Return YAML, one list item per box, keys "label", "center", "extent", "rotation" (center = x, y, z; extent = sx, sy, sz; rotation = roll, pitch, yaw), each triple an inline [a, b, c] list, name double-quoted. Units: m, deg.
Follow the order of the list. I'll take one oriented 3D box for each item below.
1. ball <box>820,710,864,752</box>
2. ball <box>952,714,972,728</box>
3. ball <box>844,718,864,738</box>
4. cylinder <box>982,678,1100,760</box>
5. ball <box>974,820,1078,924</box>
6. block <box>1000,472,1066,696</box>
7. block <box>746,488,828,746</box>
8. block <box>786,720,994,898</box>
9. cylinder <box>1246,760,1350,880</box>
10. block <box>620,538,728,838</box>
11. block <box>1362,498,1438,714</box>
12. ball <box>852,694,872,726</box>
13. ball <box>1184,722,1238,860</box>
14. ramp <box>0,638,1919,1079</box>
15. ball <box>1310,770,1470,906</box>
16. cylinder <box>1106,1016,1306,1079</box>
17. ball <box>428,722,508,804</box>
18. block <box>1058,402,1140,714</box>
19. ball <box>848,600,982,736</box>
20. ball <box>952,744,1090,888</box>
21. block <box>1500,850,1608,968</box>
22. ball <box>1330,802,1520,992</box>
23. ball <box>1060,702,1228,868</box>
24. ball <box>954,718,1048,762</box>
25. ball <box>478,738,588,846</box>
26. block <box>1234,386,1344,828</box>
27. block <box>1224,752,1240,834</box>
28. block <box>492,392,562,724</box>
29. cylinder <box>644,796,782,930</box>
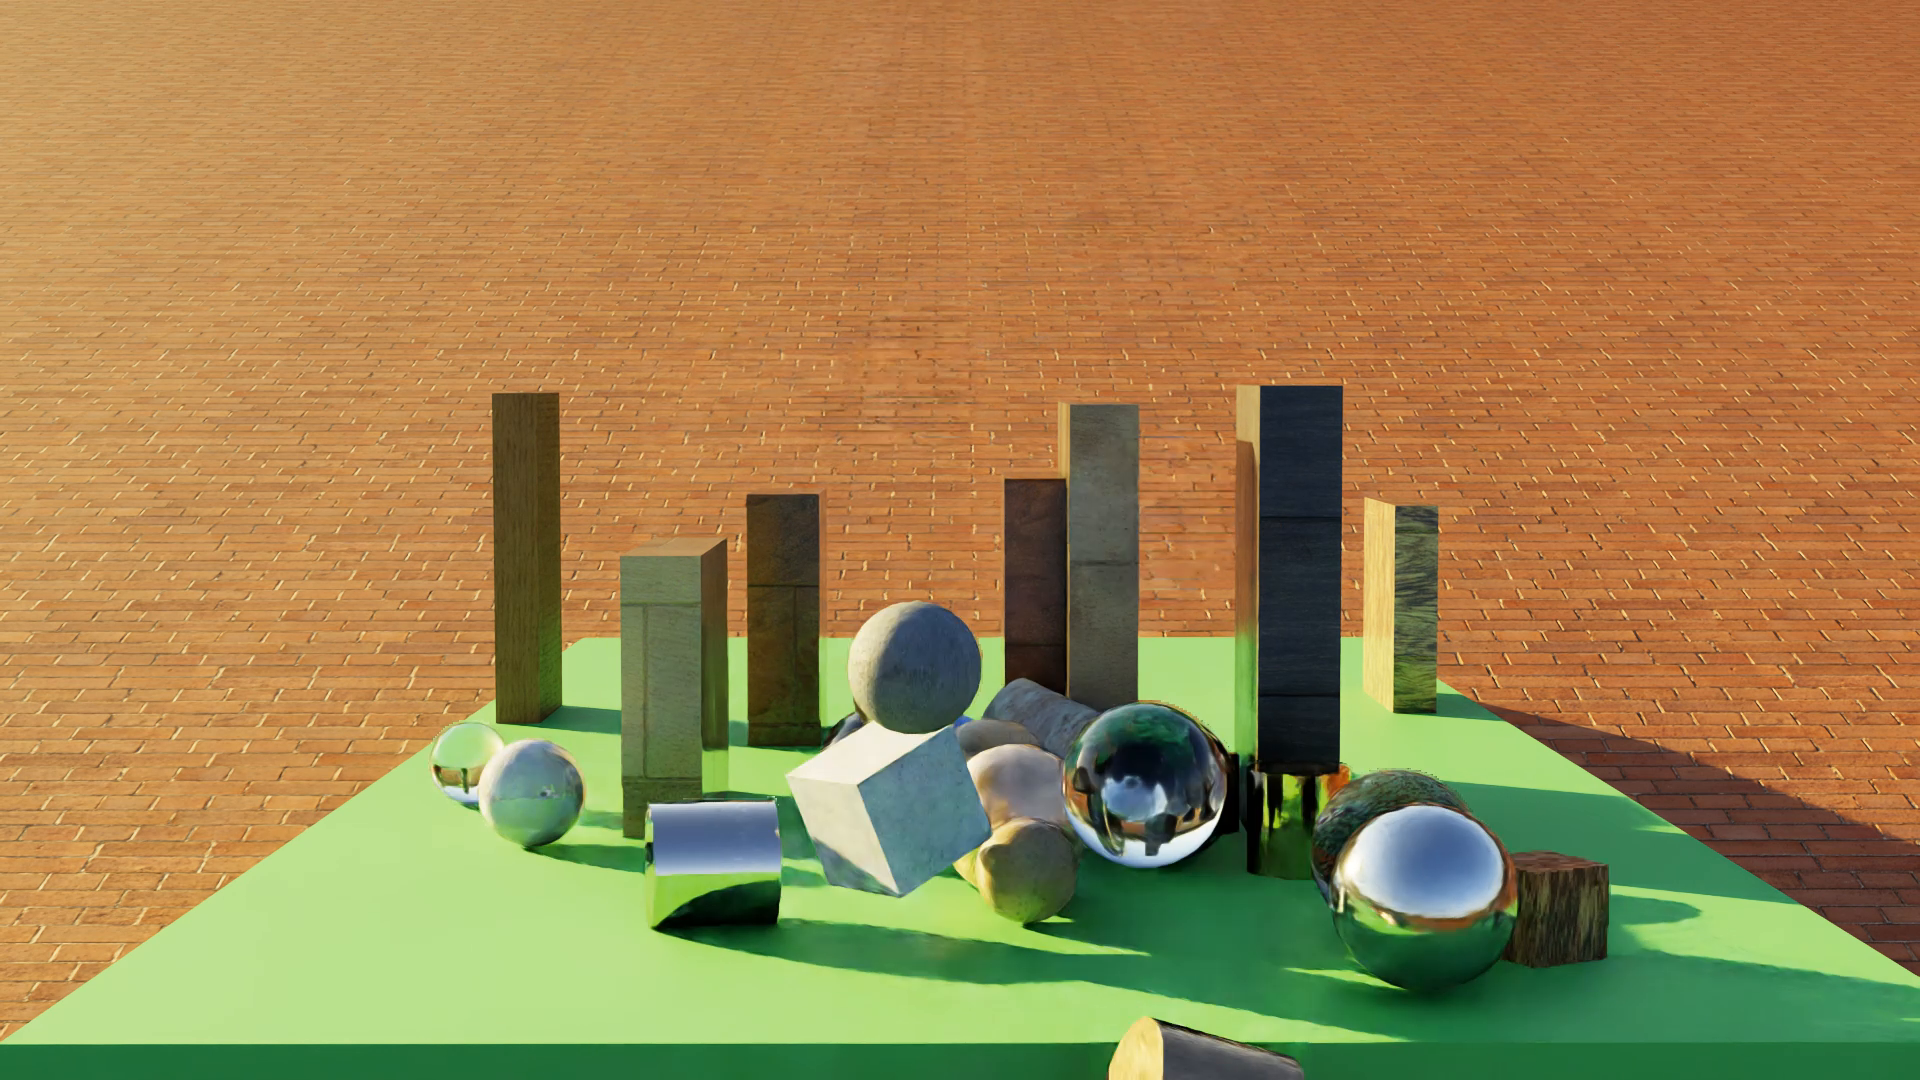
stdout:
- label: "ball"
  center: [-0.100, 0.307, 3.404]
  extent: [0.181, 0.181, 0.181]
  rotation: [0, 20, 0]
- label: "ball"
  center: [-0.012, 0.337, 4.168]
  extent: [0.115, 0.115, 0.115]
  rotation: [0, 20, 0]
- label: "ball"
  center: [-0.136, 0.337, 4.184]
  extent: [0.113, 0.113, 0.113]
  rotation: [0, 20, 0]
- label: "cylinder"
  center: [0.133, 0.312, 3.687]
  extent: [0.175, 0.175, 0.175]
  rotation: [24, 29, 29]
- label: "ball"
  center: [0.080, 0.398, 3.087]
  extent: [0.124, 0.124, 0.124]
  rotation: [0, 20, 0]
- label: "block"
  center: [0.113, 0.150, 4.034]
  extent: [0.092, 0.505, 0.290]
  rotation: [0, 4, 0]
- label: "block"
  center: [-0.315, 0.136, 4.709]
  extent: [0.129, 0.451, 0.266]
  rotation: [0, 4, 0]
- label: "block"
  center: [-0.082, 0.310, 3.002]
  extent: [0.147, 0.147, 0.147]
  rotation: [-30, 18, -33]
- label: "cylinder"
  center: [0.451, 0.372, 3.424]
  extent: [0.138, 0.138, 0.138]
  rotation: [0, 4, 0]
- label: "block"
  center: [-0.426, 0.211, 3.871]
  extent: [0.114, 0.404, 0.429]
  rotation: [0, 4, 0]
- label: "block"
  center: [0.892, 0.125, 5.210]
  extent: [0.085, 0.408, 0.371]
  rotation: [0, 4, 0]
- label: "ball"
  center: [-0.063, 0.184, 3.168]
  extent: [0.140, 0.140, 0.140]
  rotation: [0, 20, 0]
- label: "ball"
  center: [0.275, 0.336, 3.482]
  extent: [0.204, 0.204, 0.204]
  rotation: [0, 20, 0]
- label: "ramp"
  center: [0.047, 0.422, 4.534]
  extent: [2.000, 0.100, 4.000]
  rotation: [0, 4, 0]
- label: "ball"
  center: [0.510, 0.368, 3.004]
  extent: [0.198, 0.198, 0.198]
  rotation: [0, 20, 0]
- label: "cylinder"
  center: [0.230, 0.547, 2.448]
  extent: [0.150, 0.150, 0.150]
  rotation: [18, 16, -14]
- label: "ball"
  center: [-0.755, 0.344, 3.962]
  extent: [0.127, 0.127, 0.127]
  rotation: [0, 20, 0]
- label: "block"
  center: [0.210, 0.098, 3.970]
  extent: [0.101, 0.617, 0.420]
  rotation: [0, 4, 0]
- label: "ball"
  center: [-0.050, 0.142, 2.861]
  extent: [0.150, 0.150, 0.150]
  rotation: [0, 20, 0]
- label: "ball"
  center: [0.072, 0.355, 3.241]
  extent: [0.195, 0.195, 0.195]
  rotation: [0, 20, 0]
- label: "block"
  center: [0.659, 0.419, 2.921]
  extent: [0.107, 0.107, 0.107]
  rotation: [-2, 4, -29]
- label: "ball"
  center: [0.497, 0.382, 2.751]
  extent: [0.202, 0.202, 0.202]
  rotation: [0, 20, 0]
- label: "ball"
  center: [0.215, 0.287, 3.008]
  extent: [0.195, 0.195, 0.195]
  rotation: [0, 20, 0]
- label: "ball"
  center: [0.042, 0.338, 3.534]
  extent: [0.185, 0.185, 0.185]
  rotation: [0, 20, 0]
- label: "ball"
  center: [-0.600, 0.354, 3.606]
  extent: [0.152, 0.152, 0.152]
  rotation: [0, 20, 0]
- label: "block"
  center: [0.473, 0.099, 3.727]
  extent: [0.115, 0.645, 0.297]
  rotation: [0, 4, 0]
- label: "block"
  center: [0.324, 0.365, 3.727]
  extent: [0.114, 0.114, 0.114]
  rotation: [-2, 4, -34]
- label: "block"
  center: [-0.843, 0.027, 5.016]
  extent: [0.084, 0.629, 0.280]
  rotation: [0, 4, 0]
- label: "cylinder"
  center: [-0.298, 0.388, 3.082]
  extent: [0.149, 0.149, 0.149]
  rotation: [-3, 20, -12]
